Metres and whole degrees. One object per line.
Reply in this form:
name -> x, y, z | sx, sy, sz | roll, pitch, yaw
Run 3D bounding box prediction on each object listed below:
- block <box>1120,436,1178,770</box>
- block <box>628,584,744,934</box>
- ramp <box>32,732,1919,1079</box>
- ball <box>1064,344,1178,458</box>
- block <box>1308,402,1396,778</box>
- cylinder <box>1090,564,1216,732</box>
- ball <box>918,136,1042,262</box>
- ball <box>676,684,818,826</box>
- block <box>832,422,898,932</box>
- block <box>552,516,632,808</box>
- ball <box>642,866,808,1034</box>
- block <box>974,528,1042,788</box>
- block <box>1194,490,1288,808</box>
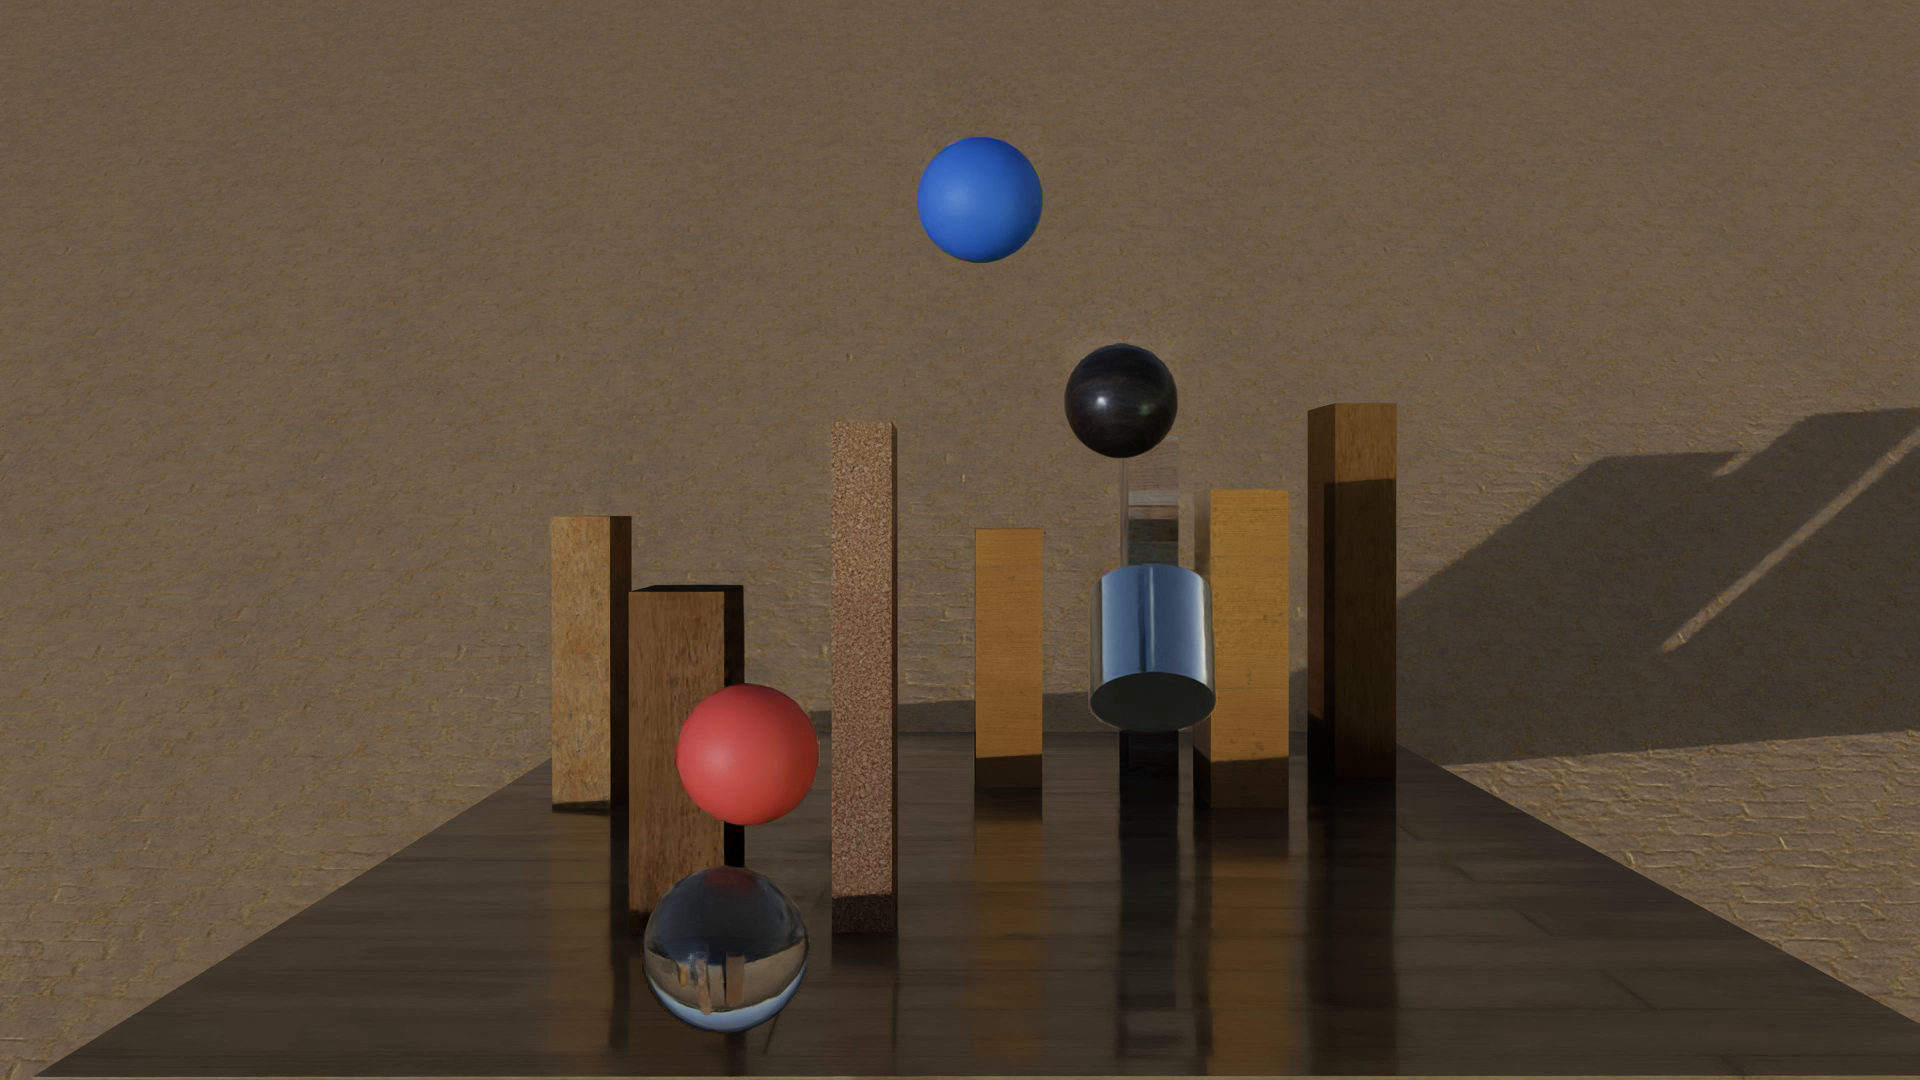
block -> 0.422, 0.136, 5.786 | 0.109, 0.729, 0.323 | 0, 1, 0
block -> -0.382, 0.298, 3.635 | 0.129, 0.460, 0.310 | 0, 1, 0
ramp -> 0.063, 0.566, 4.605 | 2.000, 0.100, 4.000 | 0, 1, 0
ball -> 0.175, -0.151, 2.799 | 0.123, 0.123, 0.123 | 0, 28, 0
block -> 0.858, 0.105, 5.678 | 0.130, 0.794, 0.429 | 0, 1, 0
cylinder -> 0.201, 0.114, 2.709 | 0.129, 0.129, 0.129 | 1, 58, 1
ball -> 0.023, -0.385, 2.922 | 0.141, 0.141, 0.141 | 0, 28, 0
ball -> -0.216, 0.218, 2.627 | 0.144, 0.144, 0.144 | 0, 28, 0
block -> -0.133, 0.183, 3.653 | 0.082, 0.689, 0.330 | 0, 1, 0
block -> -0.722, 0.231, 5.085 | 0.111, 0.557, 0.327 | 0, 1, 0
ball -> -0.233, 0.408, 2.577 | 0.165, 0.165, 0.165 | 0, 28, 0
block -> 0.100, 0.240, 5.493 | 0.136, 0.529, 0.398 | 0, 1, 0
block -> 0.553, 0.205, 5.117 | 0.149, 0.608, 0.368 | 0, 1, 0
